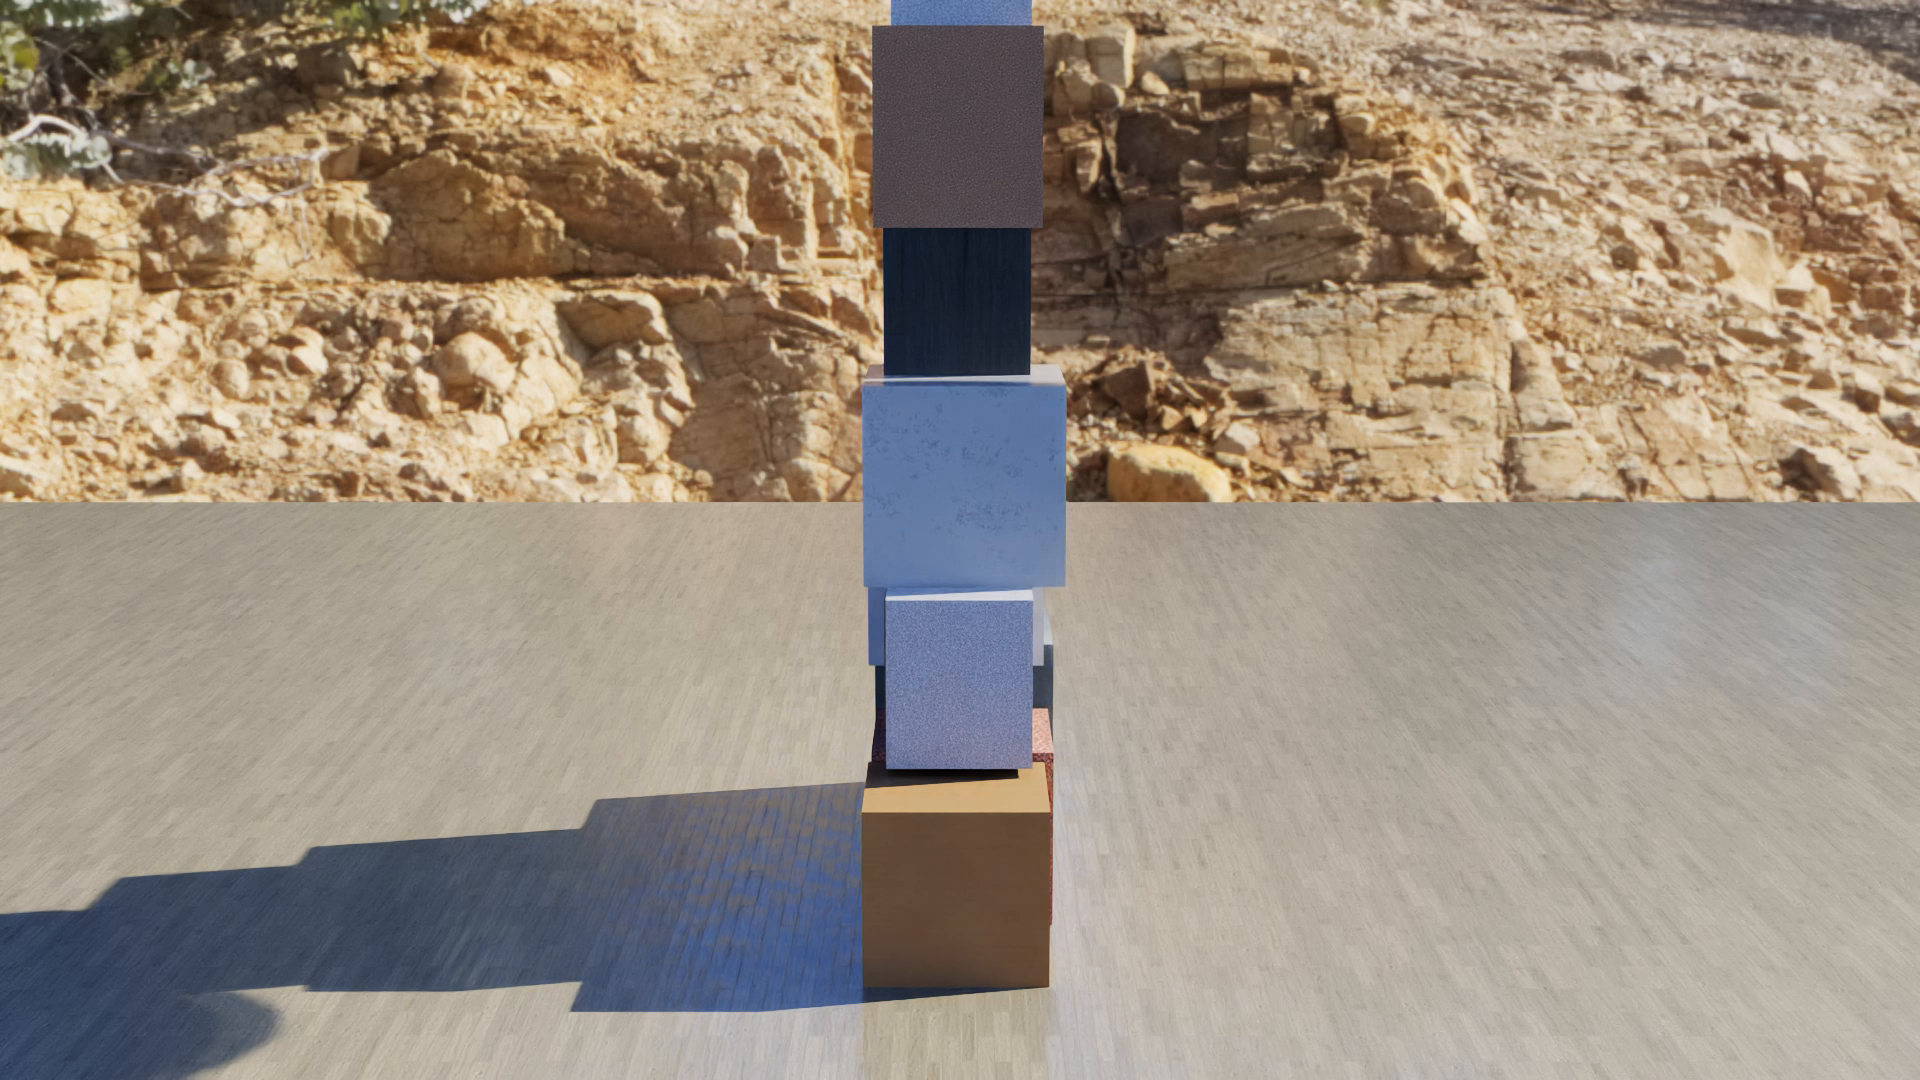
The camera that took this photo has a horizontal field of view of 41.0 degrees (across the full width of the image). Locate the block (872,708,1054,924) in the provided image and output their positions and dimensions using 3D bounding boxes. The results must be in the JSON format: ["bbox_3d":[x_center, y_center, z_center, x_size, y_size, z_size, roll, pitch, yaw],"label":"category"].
[{"bbox_3d":[0.010,1.176,11.023,0.753,0.742,0.751,0,10,0],"label":"block"}]

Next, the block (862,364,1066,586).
[{"bbox_3d":[0.018,-0.287,10.830,0.824,0.822,0.886,0,10,0],"label":"block"}]

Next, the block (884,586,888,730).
[{"bbox_3d":[-0.019,0.488,11.194,0.605,0.551,0.560,0,10,0],"label":"block"}]

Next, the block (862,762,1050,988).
[{"bbox_3d":[-0.015,1.328,10.286,0.726,0.706,0.733,0,10,0],"label":"block"}]

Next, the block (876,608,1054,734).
[{"bbox_3d":[0.020,0.848,12.418,0.830,0.888,0.836,0,10,0],"label":"block"}]

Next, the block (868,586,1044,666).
[{"bbox_3d":[-0.018,0.122,11.816,0.785,0.757,0.774,0,10,0],"label":"block"}]

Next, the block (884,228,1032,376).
[{"bbox_3d":[-0.012,-1.045,11.006,0.615,0.614,0.617,0,10,0],"label":"block"}]

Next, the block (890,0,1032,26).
[{"bbox_3d":[0.006,-2.462,10.769,0.579,0.615,0.571,0,10,0],"label":"block"}]

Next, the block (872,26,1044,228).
[{"bbox_3d":[-0.008,-1.753,10.887,0.702,0.821,0.676,0,10,0],"label":"block"}]

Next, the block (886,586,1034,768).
[{"bbox_3d":[-0.003,0.526,10.588,0.590,0.693,0.626,0,10,0],"label":"block"}]
